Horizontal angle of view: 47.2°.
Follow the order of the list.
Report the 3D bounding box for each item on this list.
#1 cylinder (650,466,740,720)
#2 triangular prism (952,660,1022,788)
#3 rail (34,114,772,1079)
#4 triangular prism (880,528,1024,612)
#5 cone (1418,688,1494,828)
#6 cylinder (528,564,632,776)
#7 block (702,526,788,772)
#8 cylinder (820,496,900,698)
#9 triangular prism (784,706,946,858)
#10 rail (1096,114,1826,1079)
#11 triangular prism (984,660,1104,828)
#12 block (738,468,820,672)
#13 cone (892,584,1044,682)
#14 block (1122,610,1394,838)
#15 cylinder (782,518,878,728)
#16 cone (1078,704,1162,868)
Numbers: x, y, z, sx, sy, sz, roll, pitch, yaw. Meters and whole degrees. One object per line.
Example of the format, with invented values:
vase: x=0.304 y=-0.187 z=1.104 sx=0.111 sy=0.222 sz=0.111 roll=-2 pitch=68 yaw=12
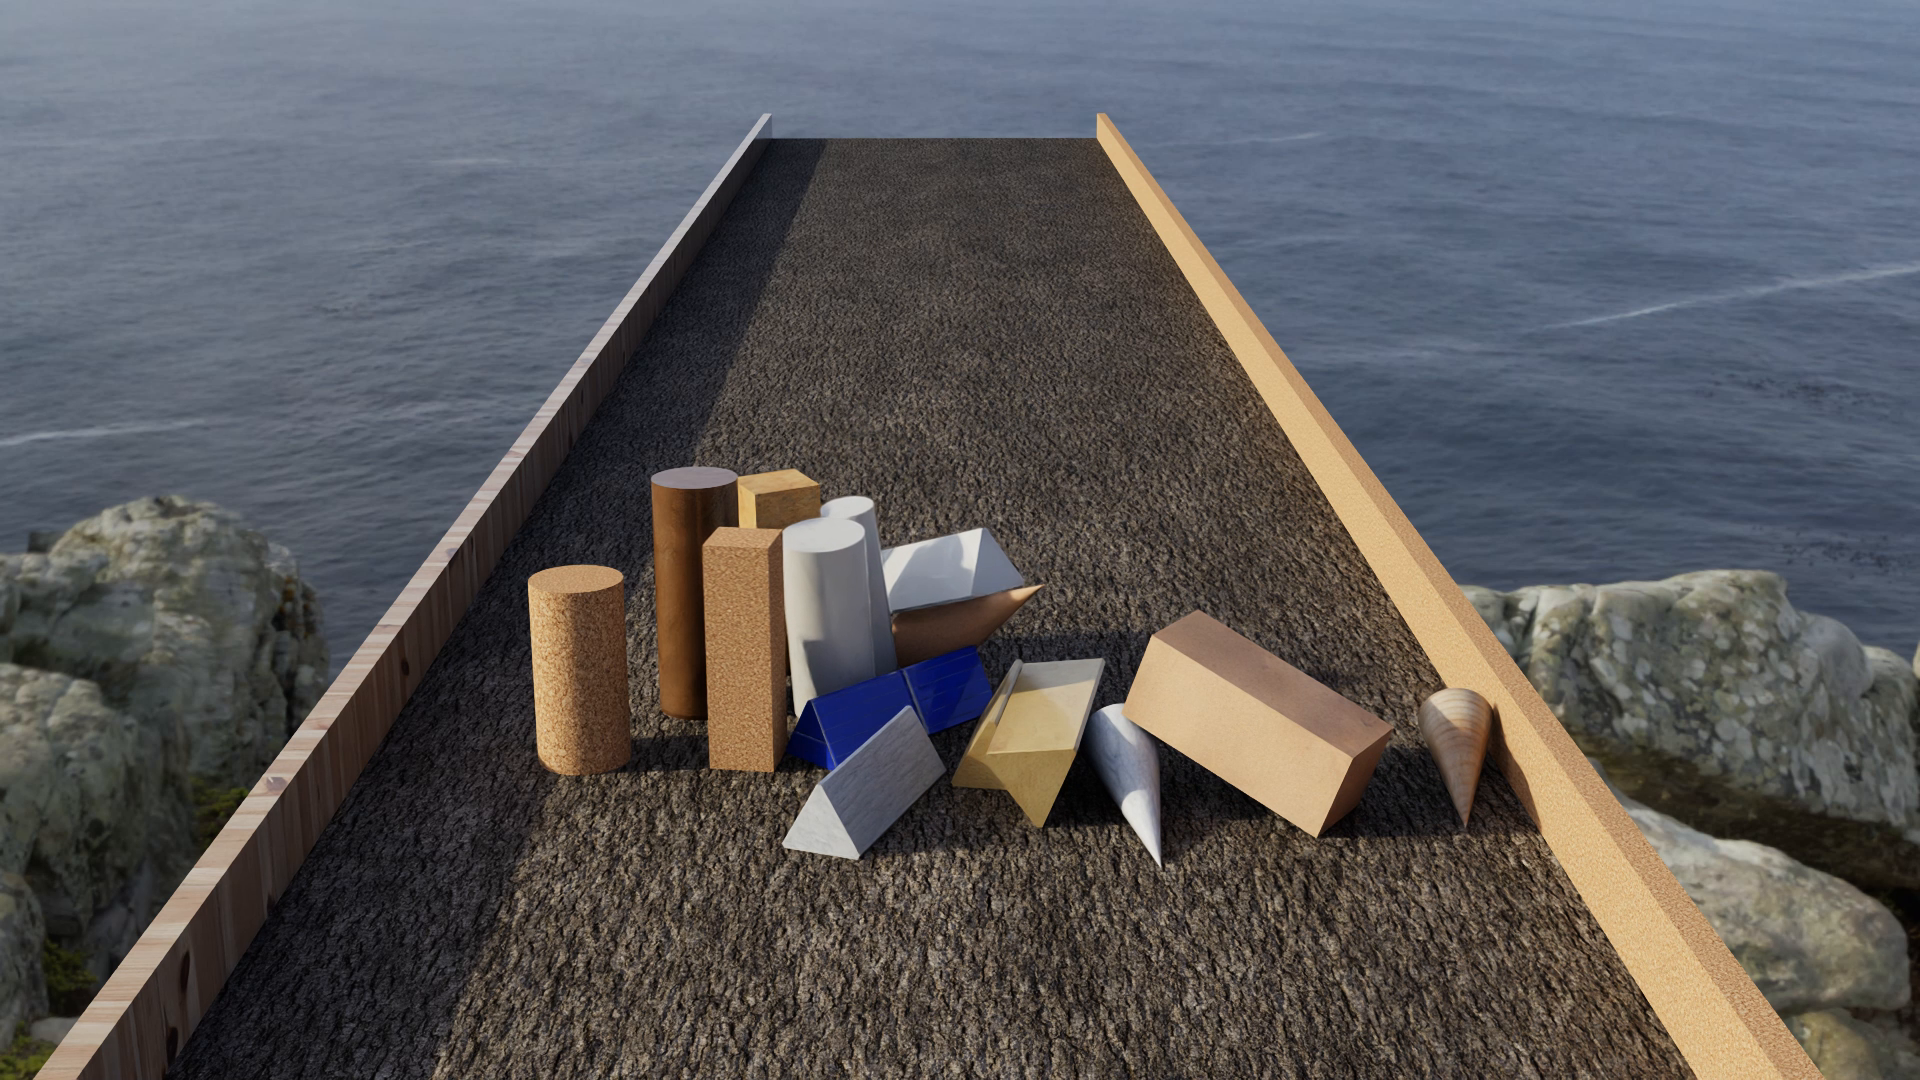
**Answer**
cylinder: x=-0.488 y=0.099 z=4.109 sx=0.159 sy=0.447 sz=0.159 roll=0 pitch=17 yaw=0
triangular prism: x=0.081 y=0.322 z=3.920 sx=0.139 sy=0.120 sz=0.323 roll=3 pitch=17 yaw=9
rail: x=-1.118 y=-0.838 z=7.780 sx=0.050 sy=0.150 sz=12.000 roll=0 pitch=17 yaw=-1
triangular prism: x=-0.093 y=0.068 z=4.268 sx=0.139 sy=0.121 sz=0.459 roll=-14 pitch=1 yaw=-42
cone: x=0.858 y=0.399 z=3.770 sx=0.133 sy=0.133 sz=0.339 roll=3 pitch=28 yaw=8
cylinder: x=-0.669 y=0.228 z=3.874 sx=0.164 sy=0.335 sz=0.164 roll=0 pitch=17 yaw=0
block: x=-0.376 y=0.192 z=3.861 sx=0.115 sy=0.410 sz=0.115 roll=2 pitch=17 yaw=8
cylinder: x=-0.188 y=0.111 z=4.172 sx=0.102 sy=0.378 sz=0.102 roll=-6 pitch=23 yaw=3
triangular prism: x=-0.156 y=0.394 z=3.684 sx=0.135 sy=0.117 sz=0.380 roll=6 pitch=18 yaw=20
rail: x=0.932 y=-0.844 z=7.801 sx=0.050 sy=0.150 sz=12.000 roll=0 pitch=17 yaw=-1
triangular prism: x=0.174 y=0.317 z=3.811 sx=0.132 sy=0.152 sz=0.447 roll=-35 pitch=8 yaw=18
block: x=-0.357 y=0.063 z=4.353 sx=0.134 sy=0.373 sz=0.134 roll=-9 pitch=19 yaw=-24
cone: x=0.041 y=0.143 z=4.132 sx=0.153 sy=0.153 sz=0.428 roll=-12 pitch=-10 yaw=-36
block: x=0.497 y=0.303 z=3.698 sx=0.396 sy=0.163 sz=0.163 roll=32 pitch=30 yaw=24
cylinder: x=-0.241 y=0.152 z=4.059 sx=0.157 sy=0.355 sz=0.157 roll=-3 pitch=24 yaw=1
cone: x=0.297 y=0.433 z=3.648 sx=0.143 sy=0.143 sz=0.386 roll=-2 pitch=27 yaw=-6
